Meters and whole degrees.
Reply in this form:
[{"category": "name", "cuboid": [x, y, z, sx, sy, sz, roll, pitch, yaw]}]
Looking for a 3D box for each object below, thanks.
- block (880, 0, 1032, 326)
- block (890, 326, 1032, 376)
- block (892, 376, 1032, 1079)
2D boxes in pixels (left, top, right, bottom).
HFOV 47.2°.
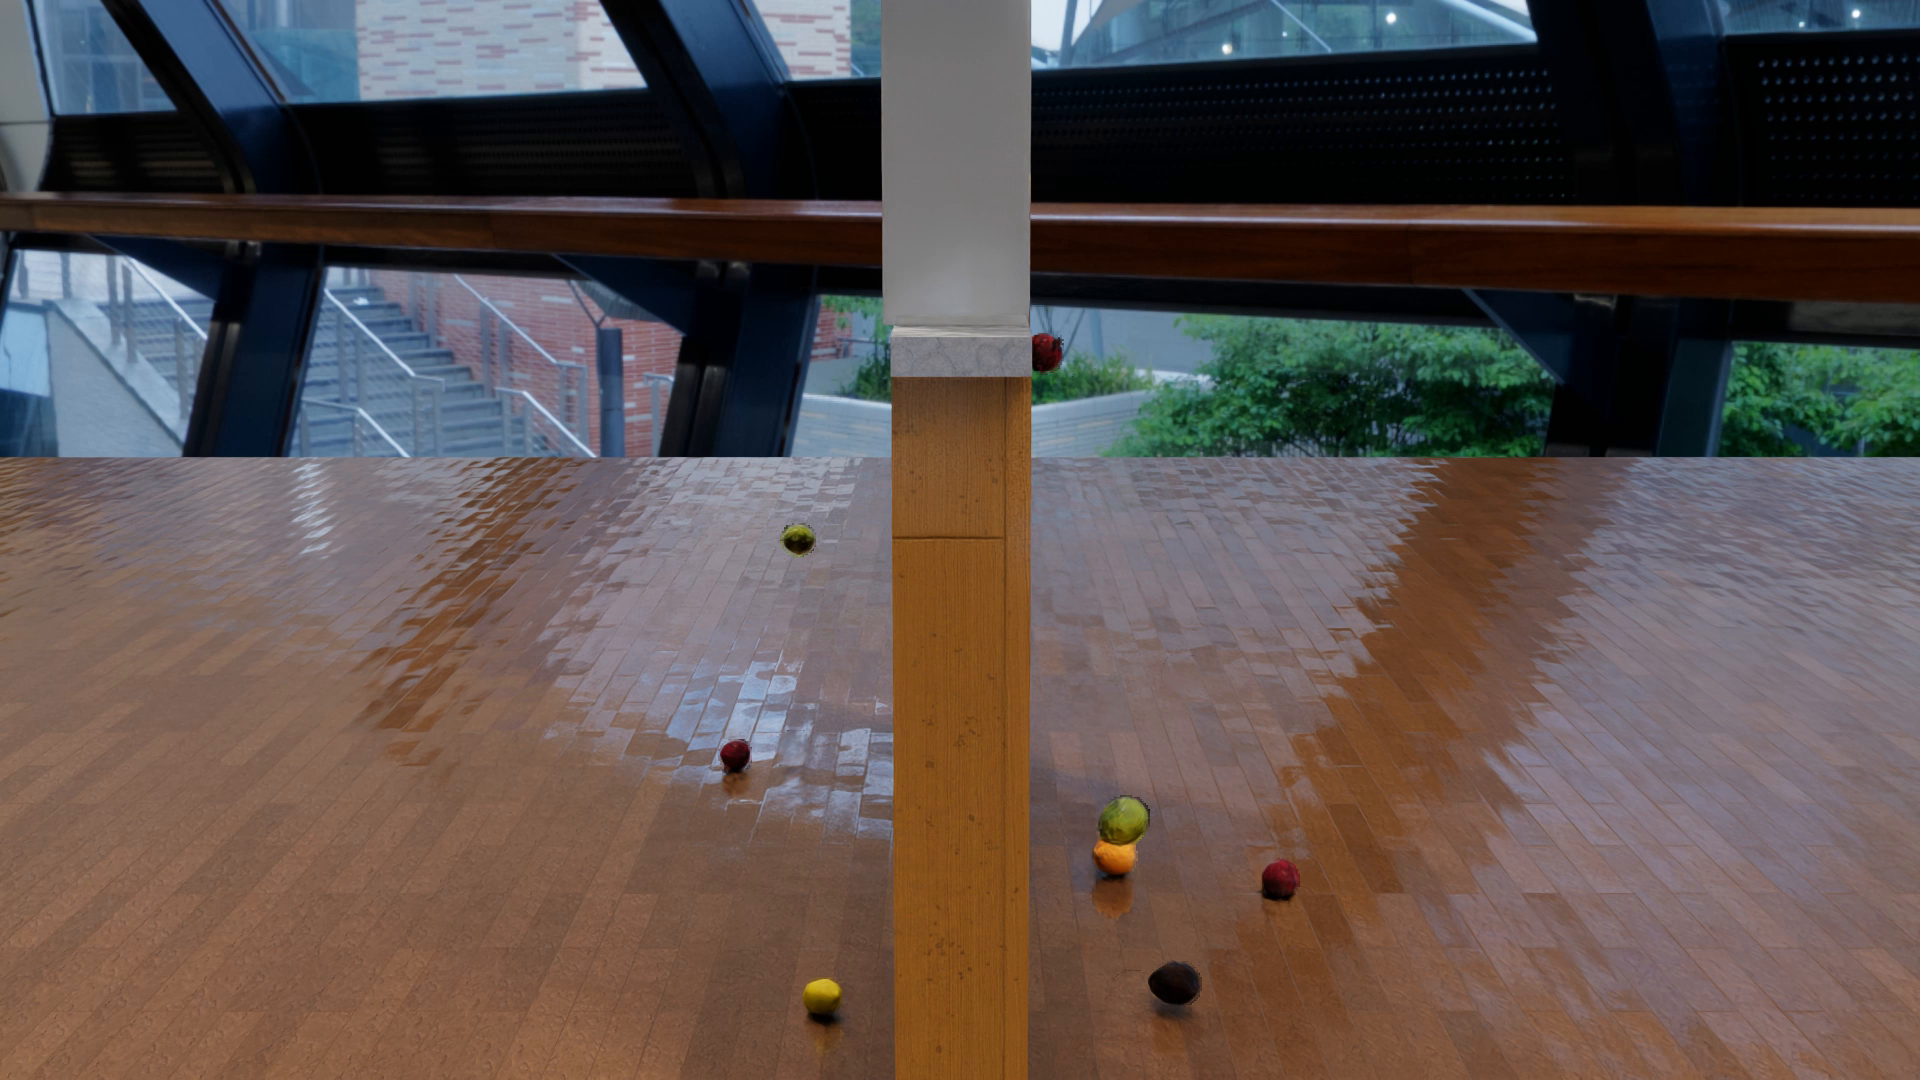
[{"category": "block", "cuboid": [-0.004, -0.484, 2.590, 0.174, 0.458, 0.049, 0, 10, 0]}, {"category": "block", "cuboid": [0.002, -0.234, 2.622, 0.160, 0.045, 0.320, 0, 10, 0]}, {"category": "block", "cuboid": [0.002, 0.289, 2.611, 0.160, 0.979, 0.045, 0, 10, 0]}]
